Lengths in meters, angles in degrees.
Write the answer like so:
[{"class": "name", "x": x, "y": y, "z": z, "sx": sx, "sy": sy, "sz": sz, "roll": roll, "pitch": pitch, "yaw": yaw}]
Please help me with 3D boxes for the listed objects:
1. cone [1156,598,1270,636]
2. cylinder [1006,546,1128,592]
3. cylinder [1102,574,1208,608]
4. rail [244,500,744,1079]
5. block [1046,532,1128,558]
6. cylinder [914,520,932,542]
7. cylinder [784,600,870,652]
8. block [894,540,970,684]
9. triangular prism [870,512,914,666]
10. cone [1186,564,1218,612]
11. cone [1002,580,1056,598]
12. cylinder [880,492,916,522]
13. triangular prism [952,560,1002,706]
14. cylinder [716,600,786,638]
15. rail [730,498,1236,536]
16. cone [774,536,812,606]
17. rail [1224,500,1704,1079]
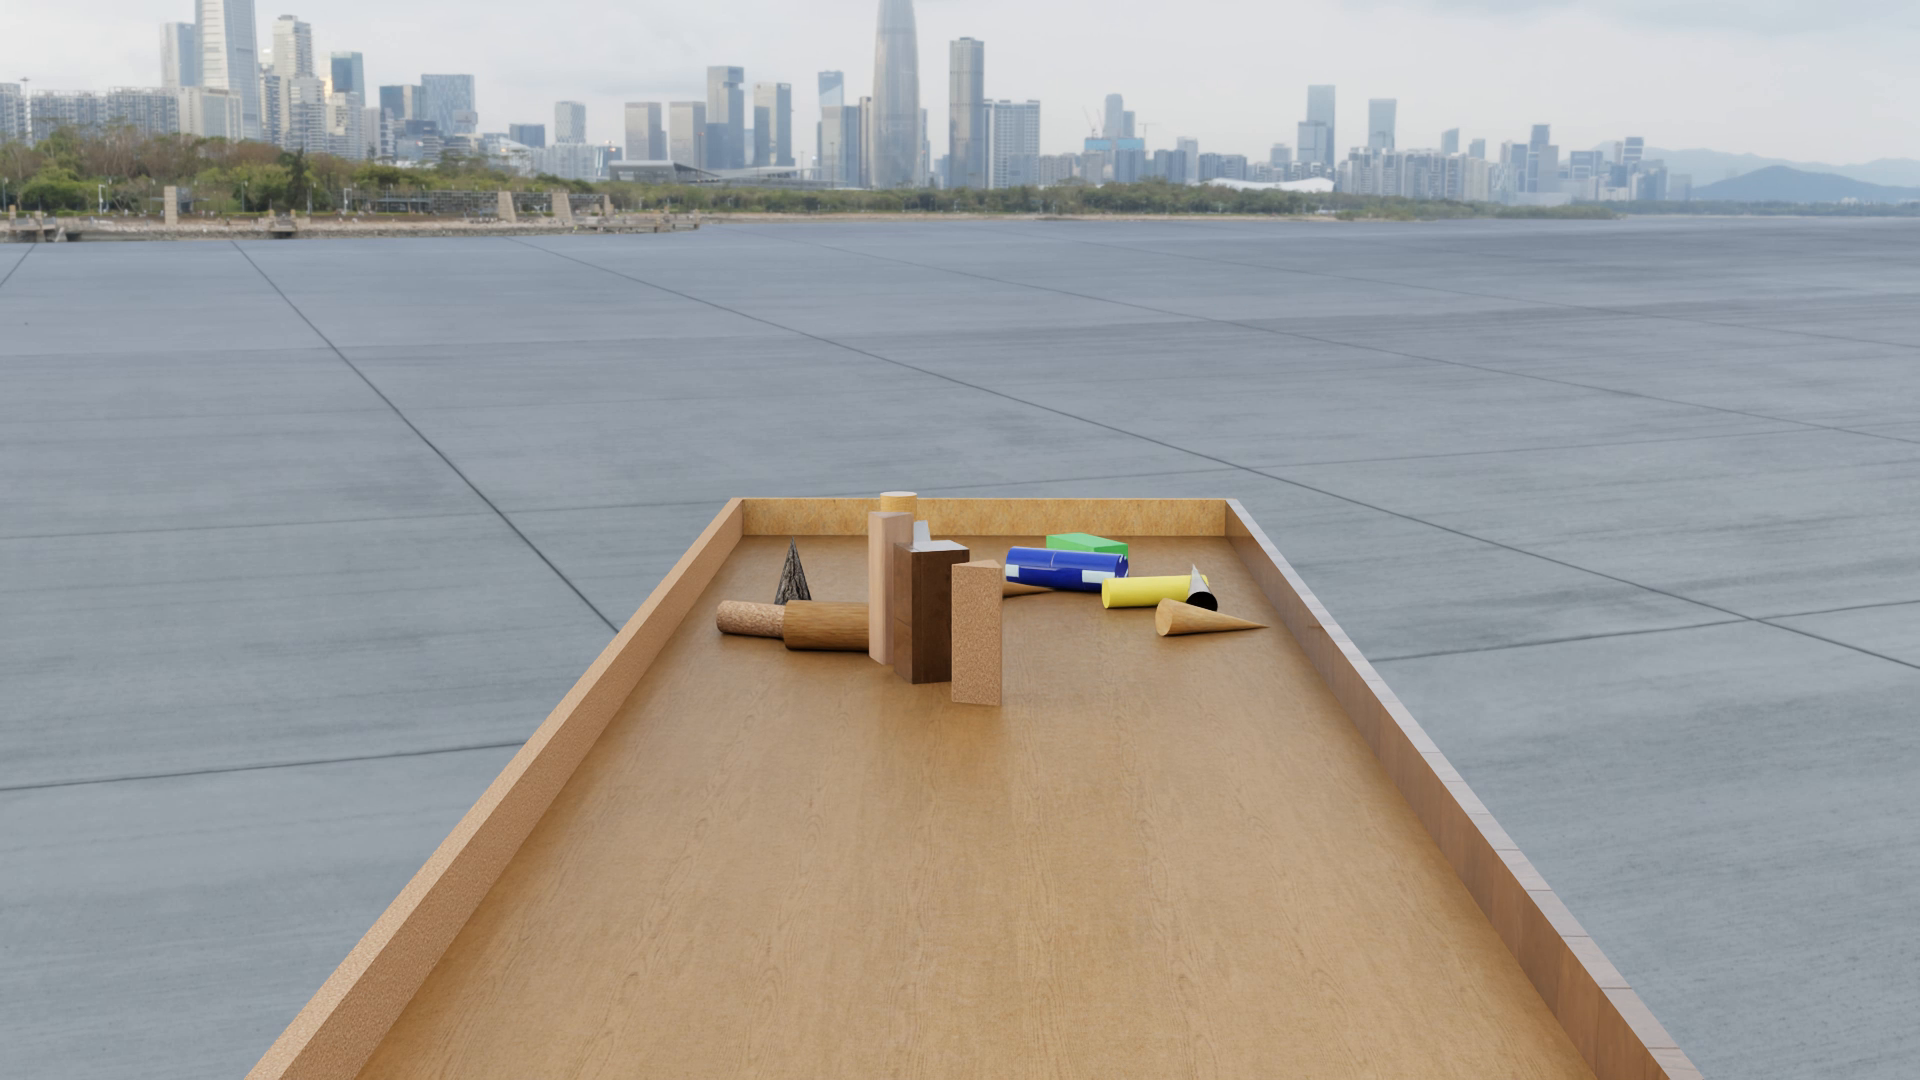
[{"class": "cone", "x": 0.838, "y": 0.266, "z": 7.136, "sx": 0.392, "sy": 0.122, "sz": 0.122, "roll": 6, "pitch": 6, "yaw": -21}, {"class": "cylinder", "x": 0.382, "y": 0.108, "z": 7.873, "sx": 0.418, "sy": 0.143, "sz": 0.143, "roll": 4, "pitch": 10, "yaw": 24}, {"class": "cylinder", "x": 0.672, "y": 0.177, "z": 7.569, "sx": 0.352, "sy": 0.102, "sz": 0.102, "roll": -2, "pitch": 9, "yaw": -12}, {"class": "rail", "x": -1.004, "y": 0.839, "z": 3.234, "sx": 0.050, "sy": 0.150, "sz": 12.000, "roll": 0, "pitch": 9, "yaw": 1}, {"class": "block", "x": 0.465, "y": 0.072, "z": 8.079, "sx": 0.148, "sy": 0.148, "sz": 0.319, "roll": -5, "pitch": 10, "yaw": -30}, {"class": "cylinder", "x": -0.147, "y": 0.124, "z": 7.013, "sx": 0.154, "sy": 0.352, "sz": 0.154, "roll": -11, "pitch": -2, "yaw": 0}, {"class": "cylinder", "x": -0.348, "y": 0.268, "z": 6.832, "sx": 0.376, "sy": 0.153, "sz": 0.153, "roll": 1, "pitch": 9, "yaw": 9}, {"class": "block", "x": -0.084, "y": 0.209, "z": 6.451, "sx": 0.176, "sy": 0.388, "sz": 0.176, "roll": -3, "pitch": 10, "yaw": -19}, {"class": "triangular prism", "x": -0.231, "y": 0.142, "z": 6.680, "sx": 0.119, "sy": 0.449, "sz": 0.137, "roll": 7, "pitch": 12, "yaw": 39}, {"class": "cone", "x": 0.806, "y": 0.151, "z": 7.472, "sx": 0.107, "sy": 0.107, "sz": 0.400, "roll": 0, "pitch": 20, "yaw": 2}, {"class": "cone", "x": 0.178, "y": 0.174, "z": 7.749, "sx": 0.424, "sy": 0.102, "sz": 0.102, "roll": 2, "pitch": 6, "yaw": -34}, {"class": "cylinder", "x": -0.200, "y": 0.067, "z": 7.189, "sx": 0.119, "sy": 0.438, "sz": 0.119, "roll": 0, "pitch": 9, "yaw": 0}, {"class": "triangular prism", "x": 0.069, "y": 0.255, "z": 6.161, "sx": 0.147, "sy": 0.387, "sz": 0.127, "roll": 4, "pitch": 10, "yaw": 22}, {"class": "cylinder", "x": -0.618, "y": 0.258, "z": 7.048, "sx": 0.317, "sy": 0.105, "sz": 0.105, "roll": 4, "pitch": 10, "yaw": 25}, {"class": "rail", "x": 0.099, "y": -0.098, "z": 9.147, "sx": 2.100, "sy": 0.150, "sz": 0.050, "roll": 0, "pitch": 9, "yaw": 1}, {"class": "cone", "x": -0.546, "y": 0.134, "z": 7.196, "sx": 0.170, "sy": 0.303, "sz": 0.170, "roll": 0, "pitch": 9, "yaw": 0}, {"class": "rail", "x": 1.046, "y": 0.843, "z": 3.208, "sx": 0.050, "sy": 0.150, "sz": 12.000, "roll": 0, "pitch": 9, "yaw": 1}]
